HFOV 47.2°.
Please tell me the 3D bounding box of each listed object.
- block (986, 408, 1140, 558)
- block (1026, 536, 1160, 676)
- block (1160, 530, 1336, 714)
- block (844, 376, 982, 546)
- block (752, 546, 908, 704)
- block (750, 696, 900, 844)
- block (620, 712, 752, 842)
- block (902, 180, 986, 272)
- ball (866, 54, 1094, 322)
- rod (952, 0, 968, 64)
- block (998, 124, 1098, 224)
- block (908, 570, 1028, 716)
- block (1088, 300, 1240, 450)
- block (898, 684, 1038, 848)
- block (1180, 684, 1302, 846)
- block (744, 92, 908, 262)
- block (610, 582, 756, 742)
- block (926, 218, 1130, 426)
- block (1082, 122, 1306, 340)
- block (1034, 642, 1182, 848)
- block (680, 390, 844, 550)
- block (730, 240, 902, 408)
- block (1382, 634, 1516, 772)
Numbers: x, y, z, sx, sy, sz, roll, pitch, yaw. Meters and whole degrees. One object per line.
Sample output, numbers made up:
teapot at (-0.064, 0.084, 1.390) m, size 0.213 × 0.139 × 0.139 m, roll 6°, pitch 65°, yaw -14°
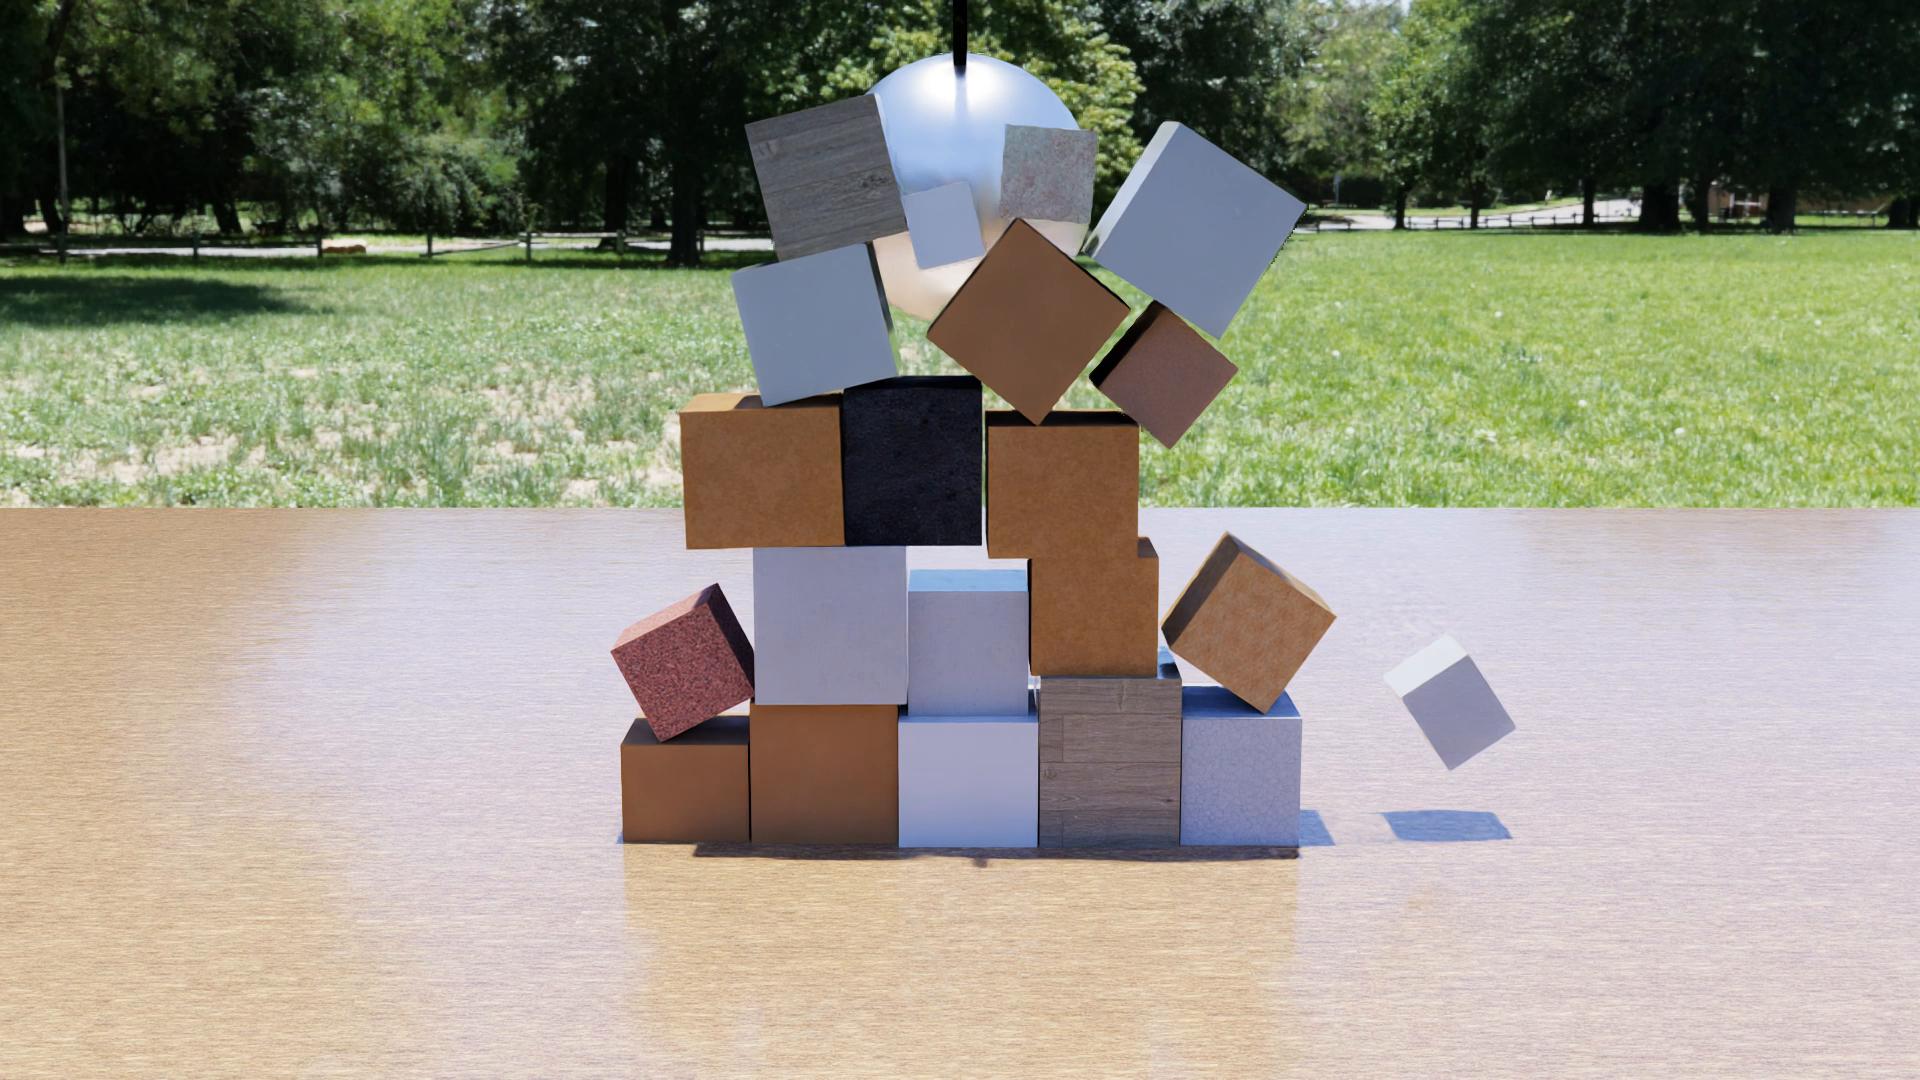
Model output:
block at (0.504, -0.295, 11.134) m, size 0.737 × 0.656 × 0.719 m, roll 0°, pitch 10°, yaw -1°
block at (0.667, 0.327, 11.218) m, size 0.630 × 0.598 × 0.640 m, roll 0°, pitch 10°, yaw 0°
block at (1.464, 0.412, 11.276) m, size 0.590 × 0.609 × 0.608 m, roll 34°, pitch 9°, yaw -6°
block at (-0.229, -0.412, 11.111) m, size 0.676 × 0.775 × 0.672 m, roll 0°, pitch 10°, yaw 0°
block at (-0.647, 0.358, 11.261) m, size 0.753 × 0.794 × 0.789 m, roll 0°, pitch 10°, yaw -1°
block at (-0.686, 1.115, 11.377) m, size 0.740 × 0.736 × 0.664 m, roll 0°, pitch 10°, yaw -1°
block at (-1.388, 1.224, 11.423) m, size 0.642 × 0.505 × 0.642 m, roll 0°, pitch 10°, yaw 0°
block at (-0.079, -1.561, 10.903) m, size 0.338 × 0.368 × 0.351 m, roll -13°, pitch 9°, yaw 3°
ball at (0.000, -2.086, 13.134) m, size 1.600 × 1.600 × 1.600 m, roll 0°, pitch 10°, yaw 0°
rod at (0.000, -4.944, 11.292) m, size 0.080 × 5.200 × 0.080 m, roll 0°, pitch 33°, yaw 0°
block at (0.436, -1.811, 10.868) m, size 0.447 × 0.444 × 0.378 m, roll 5°, pitch 10°, yaw 2°
block at (0.041, 0.521, 11.286) m, size 0.602 × 0.645 × 0.565 m, roll 0°, pitch 10°, yaw 0°
block at (1.014, -0.838, 11.041) m, size 0.474 × 0.523 × 0.531 m, roll 39°, pitch 7°, yaw -8°
block at (0.041, 1.159, 11.387) m, size 0.697 × 0.646 × 0.775 m, roll 0°, pitch 10°, yaw 0°
block at (1.410, 1.151, 11.391) m, size 0.598 × 0.660 × 0.725 m, roll 0°, pitch 10°, yaw 0°
block at (-0.639, -1.794, 10.869) m, size 0.640 × 0.674 × 0.654 m, roll -13°, pitch 10°, yaw 3°
block at (-1.391, 0.623, 11.295) m, size 0.549 × 0.533 × 0.524 m, roll -26°, pitch 9°, yaw 4°
block at (0.336, -1.105, 10.964) m, size 0.700 × 0.721 × 0.656 m, roll 38°, pitch 9°, yaw -5°
block at (1.142, -1.545, 10.902) m, size 0.730 × 0.767 × 0.690 m, roll 32°, pitch 9°, yaw -7°
block at (0.750, 1.043, 11.388) m, size 0.701 × 0.873 × 0.841 m, roll 0°, pitch 10°, yaw 0°
block at (-0.965, -0.365, 11.108) m, size 0.777 × 0.681 × 0.753 m, roll -2°, pitch 10°, yaw 0°
block at (-0.705, -1.096, 10.970) m, size 0.677 × 0.666 × 0.607 m, roll -13°, pitch 10°, yaw 3°
block at (2.519, 0.834, 11.350) m, size 0.404 × 0.467 × 0.485 m, roll -34°, pitch 8°, yaw 5°
